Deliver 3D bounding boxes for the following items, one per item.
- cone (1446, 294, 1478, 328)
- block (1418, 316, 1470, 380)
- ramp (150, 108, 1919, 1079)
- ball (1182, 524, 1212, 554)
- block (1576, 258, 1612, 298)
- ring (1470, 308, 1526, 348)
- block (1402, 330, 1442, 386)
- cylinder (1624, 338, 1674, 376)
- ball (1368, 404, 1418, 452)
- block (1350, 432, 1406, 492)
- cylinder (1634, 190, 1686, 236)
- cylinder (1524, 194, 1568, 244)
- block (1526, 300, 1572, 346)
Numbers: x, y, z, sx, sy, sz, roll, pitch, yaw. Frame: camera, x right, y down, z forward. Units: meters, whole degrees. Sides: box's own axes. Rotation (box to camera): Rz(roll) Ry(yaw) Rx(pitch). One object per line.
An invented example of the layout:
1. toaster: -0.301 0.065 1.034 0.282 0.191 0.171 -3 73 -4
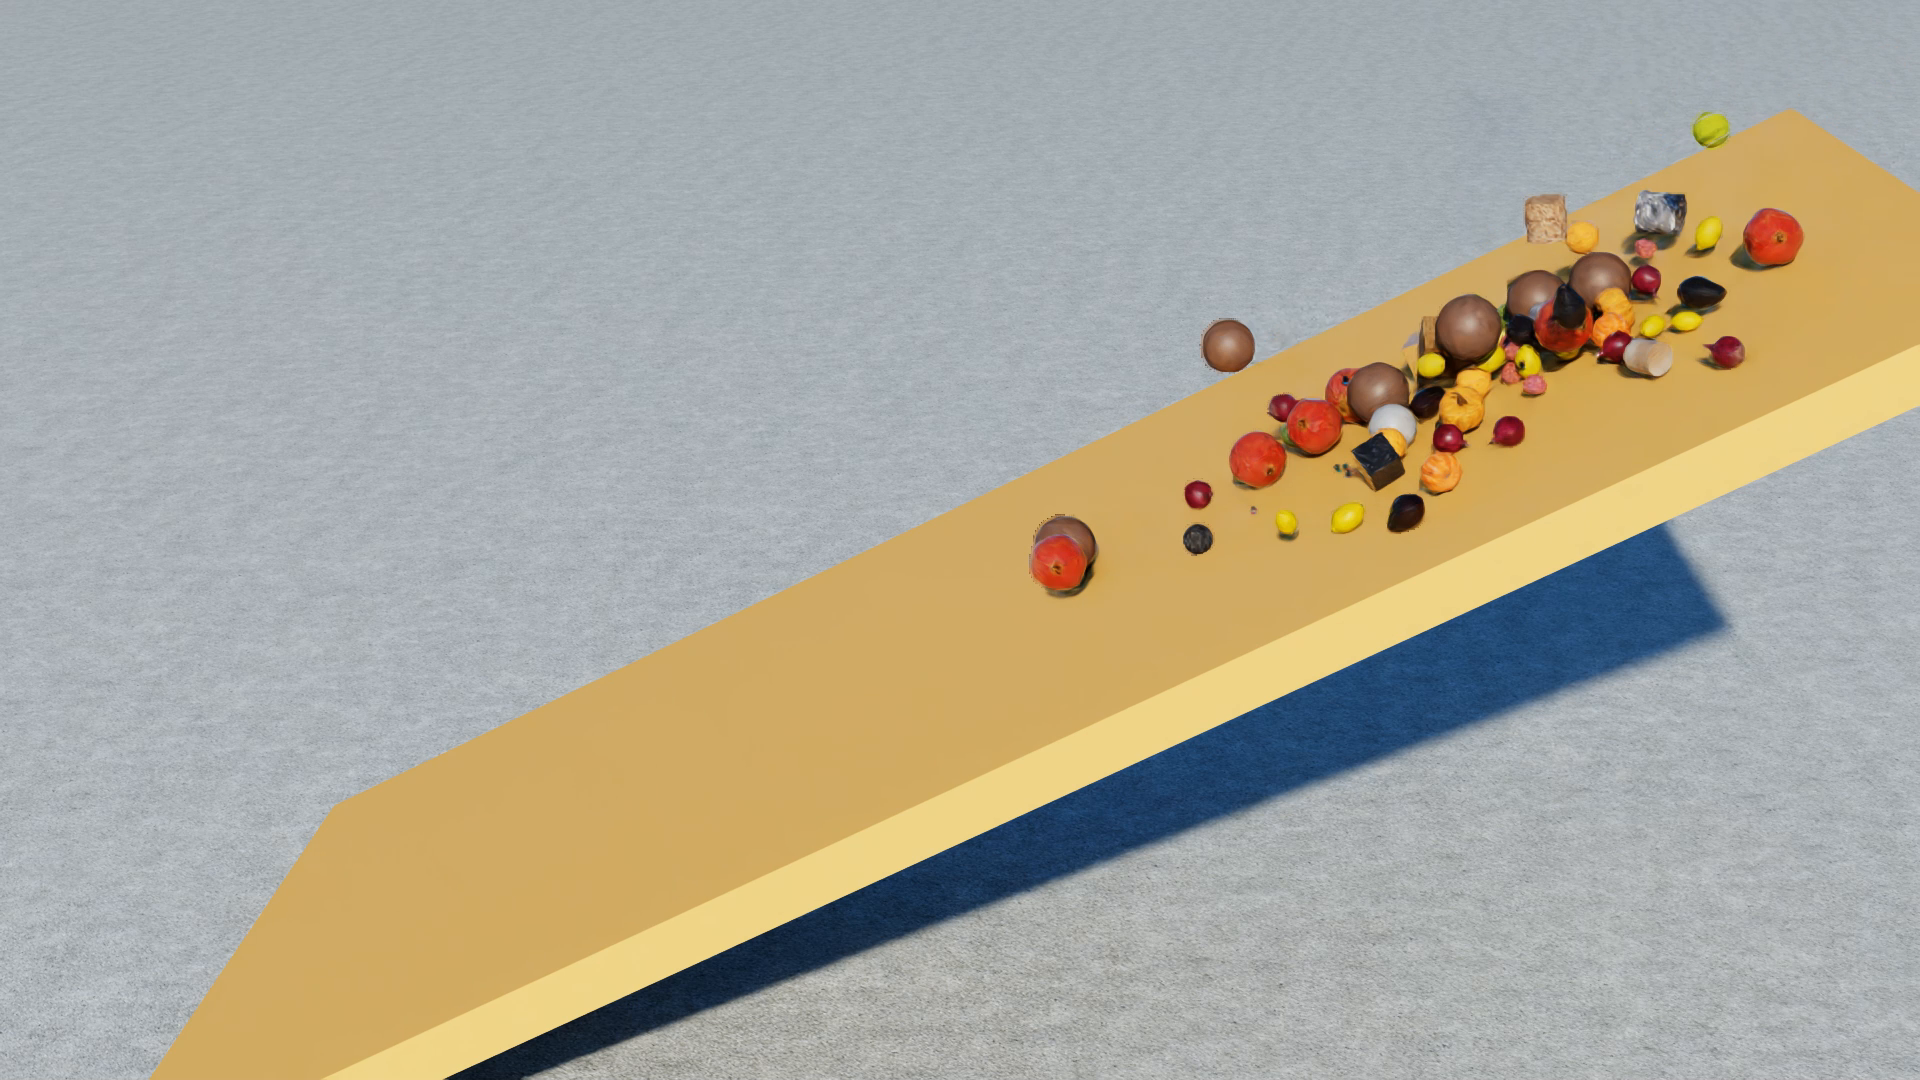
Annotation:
1. cone: 1.085 -0.500 6.260 0.071 0.071 0.071 21 38 -17
2. block: 0.993 -0.394 6.043 0.090 0.090 0.090 1 51 2
3. ramp: 0.139 0.168 6.281 4.000 0.100 2.000 -25 14 10
4. ball: 0.478 -0.002 5.905 0.060 0.060 0.060 0 17 0
5. block: 1.351 -0.558 6.258 0.054 0.054 0.054 -21 15 25
6. ring: 1.150 -0.453 6.286 0.127 0.042 0.127 -28 12 6
7. block: 1.009 -0.396 6.250 0.092 0.092 0.092 -20 16 29
8. cylinder: 1.294 -0.344 5.526 0.065 0.065 0.065 -9 14 -27
9. ball: 0.867 -0.225 5.889 0.096 0.096 0.096 0 17 0
10. block: 0.812 -0.151 5.710 0.069 0.069 0.069 -33 58 0
11. cylinder: 1.475 -0.688 6.196 0.087 0.087 0.087 10 19 27
12. cylinder: 1.196 -0.655 6.003 0.082 0.082 0.082 -7 19 3
13. block: 1.188 -0.439 5.935 0.058 0.058 0.058 -20 44 -25
